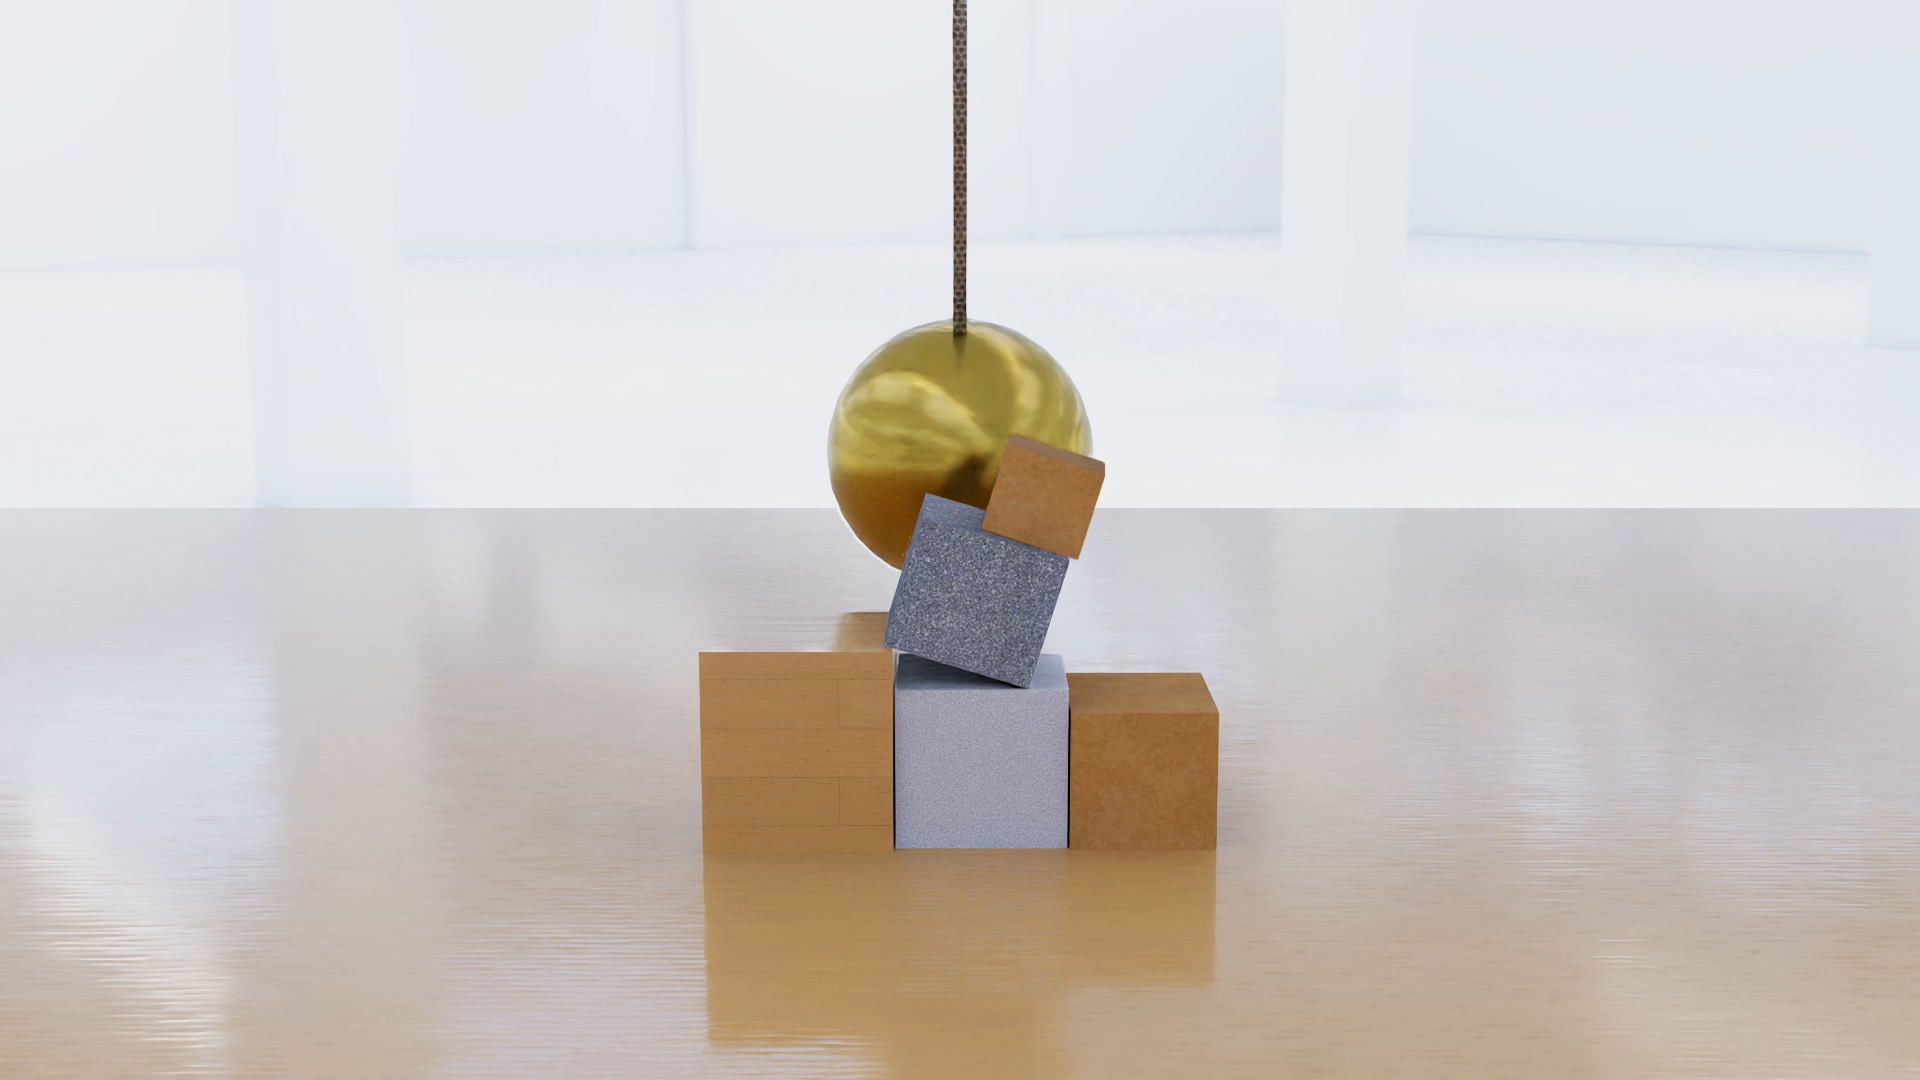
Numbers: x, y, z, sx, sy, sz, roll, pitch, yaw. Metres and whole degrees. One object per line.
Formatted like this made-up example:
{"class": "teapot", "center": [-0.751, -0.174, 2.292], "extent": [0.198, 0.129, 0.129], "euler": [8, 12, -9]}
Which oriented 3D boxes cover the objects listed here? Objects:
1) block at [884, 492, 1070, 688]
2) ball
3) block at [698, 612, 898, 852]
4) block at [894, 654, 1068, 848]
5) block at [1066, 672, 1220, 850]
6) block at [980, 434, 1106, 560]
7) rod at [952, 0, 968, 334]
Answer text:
{"class": "block", "center": [0.082, 0.245, 11.232], "extent": [0.753, 0.670, 0.791], "euler": [17, 10, -3]}
{"class": "ball", "center": [0.000, -0.526, 13.193], "extent": [1.600, 1.600, 1.600], "euler": [0, 10, 0]}
{"class": "block", "center": [-0.808, 0.973, 11.346], "extent": [0.952, 1.027, 0.914], "euler": [0, 10, 0]}
{"class": "block", "center": [0.108, 1.075, 11.363], "extent": [0.861, 0.819, 0.789], "euler": [0, 10, 0]}
{"class": "block", "center": [0.917, 1.130, 11.366], "extent": [0.735, 0.710, 0.838], "euler": [0, 10, 0]}
{"class": "block", "center": [0.426, -0.227, 11.148], "extent": [0.509, 0.449, 0.510], "euler": [17, 10, 1]}
{"class": "rod", "center": [0.000, -3.454, 11.466], "extent": [0.080, 5.200, 0.080], "euler": [0, 31, 0]}
